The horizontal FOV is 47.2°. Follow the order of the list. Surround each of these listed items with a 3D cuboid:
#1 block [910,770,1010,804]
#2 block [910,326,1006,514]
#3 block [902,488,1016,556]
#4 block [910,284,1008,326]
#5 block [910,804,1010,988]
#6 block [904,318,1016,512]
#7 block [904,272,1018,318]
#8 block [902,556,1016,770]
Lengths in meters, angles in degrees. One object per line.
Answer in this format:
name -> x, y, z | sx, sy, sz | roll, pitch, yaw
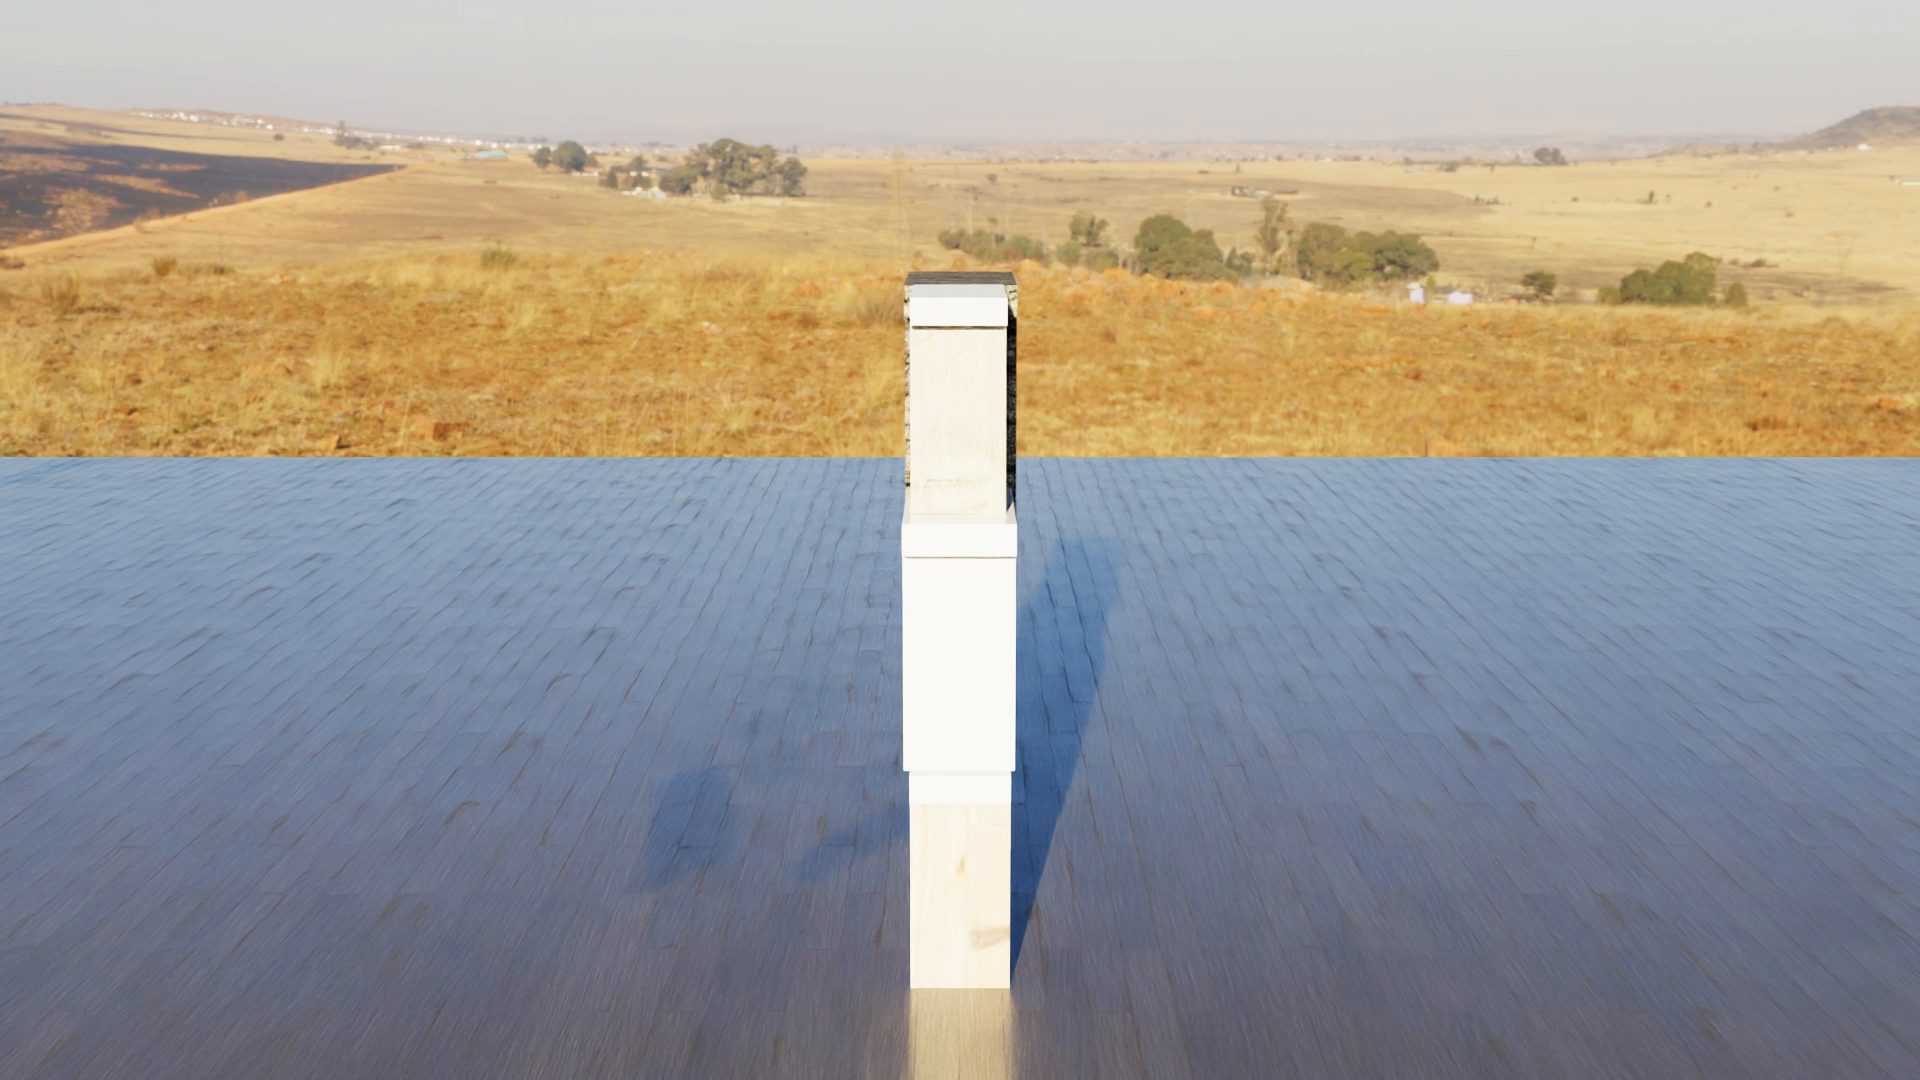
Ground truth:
block -> 0.000, 0.335, 3.324 | 0.147, 0.042, 0.293 | 0, 11, 0
block -> -0.003, -0.176, 3.181 | 0.138, 0.275, 0.039 | 0, 11, 0
block -> -0.001, -0.029, 3.268 | 0.162, 0.046, 0.324 | 0, 11, 0
block -> -0.002, -0.348, 3.243 | 0.138, 0.039, 0.275 | 0, 11, 0
block -> 0.000, 0.517, 3.258 | 0.147, 0.293, 0.042 | 0, 11, 0
block -> 0.001, -0.127, 3.487 | 0.174, 0.459, 0.049 | 0, 11, 0
block -> 0.001, -0.398, 3.555 | 0.174, 0.049, 0.348 | 0, 11, 0
block -> -0.001, 0.172, 3.196 | 0.162, 0.324, 0.046 | 0, 11, 0
